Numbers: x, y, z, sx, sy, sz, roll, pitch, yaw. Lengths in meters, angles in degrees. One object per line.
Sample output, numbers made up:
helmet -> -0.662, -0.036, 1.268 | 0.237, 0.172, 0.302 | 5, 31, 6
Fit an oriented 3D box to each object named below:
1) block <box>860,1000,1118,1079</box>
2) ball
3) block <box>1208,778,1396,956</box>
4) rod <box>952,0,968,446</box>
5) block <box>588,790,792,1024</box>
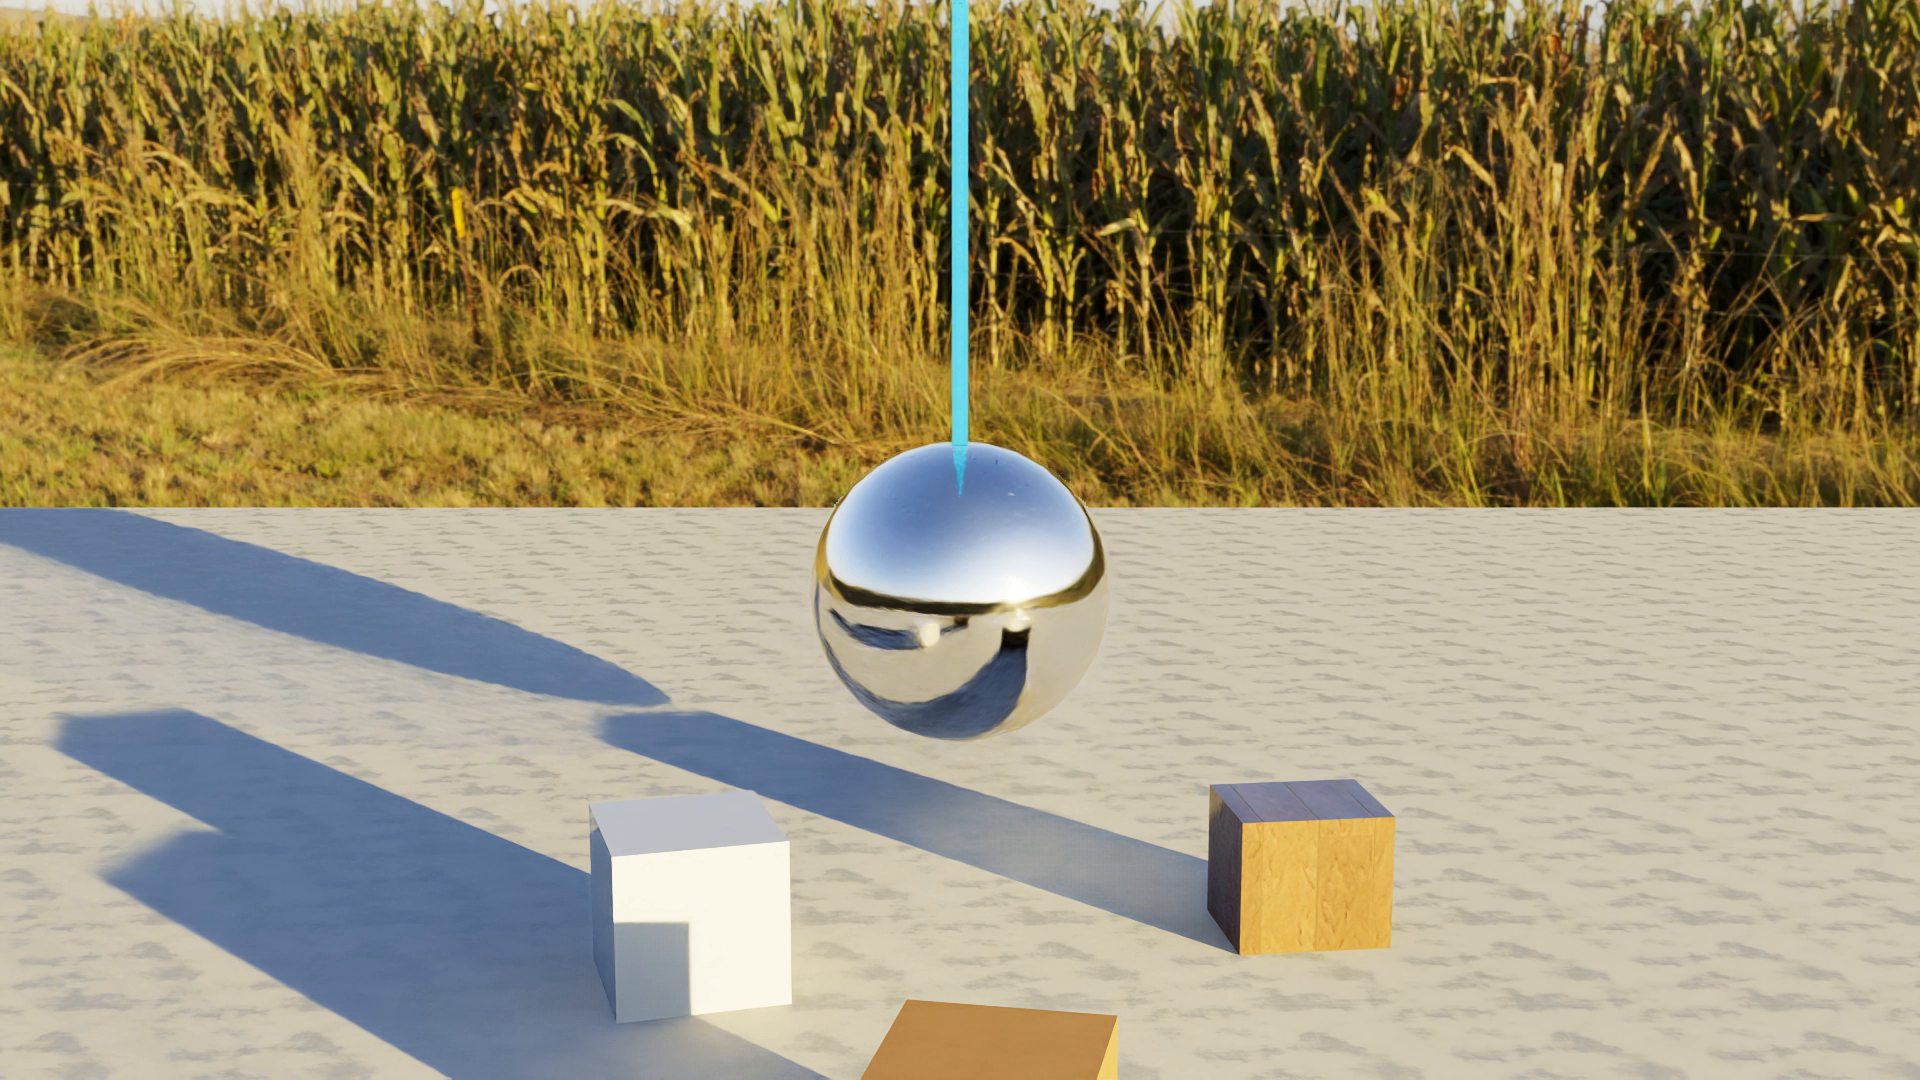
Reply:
block -> 0.094, 1.947, 6.946 | 0.707, 0.684, 0.774 | 2, 11, 11
ball -> 0.000, 0.271, 11.719 | 1.600, 1.600, 1.600 | 0, 10, 0
block -> 1.520, 1.458, 9.873 | 0.682, 0.600, 0.587 | -1, 10, -7
rod -> 0.000, -3.014, 10.844 | 0.080, 5.200, 0.080 | 0, 15, 0
block -> -1.144, 1.521, 9.247 | 0.718, 0.698, 0.745 | -3, 11, -16
